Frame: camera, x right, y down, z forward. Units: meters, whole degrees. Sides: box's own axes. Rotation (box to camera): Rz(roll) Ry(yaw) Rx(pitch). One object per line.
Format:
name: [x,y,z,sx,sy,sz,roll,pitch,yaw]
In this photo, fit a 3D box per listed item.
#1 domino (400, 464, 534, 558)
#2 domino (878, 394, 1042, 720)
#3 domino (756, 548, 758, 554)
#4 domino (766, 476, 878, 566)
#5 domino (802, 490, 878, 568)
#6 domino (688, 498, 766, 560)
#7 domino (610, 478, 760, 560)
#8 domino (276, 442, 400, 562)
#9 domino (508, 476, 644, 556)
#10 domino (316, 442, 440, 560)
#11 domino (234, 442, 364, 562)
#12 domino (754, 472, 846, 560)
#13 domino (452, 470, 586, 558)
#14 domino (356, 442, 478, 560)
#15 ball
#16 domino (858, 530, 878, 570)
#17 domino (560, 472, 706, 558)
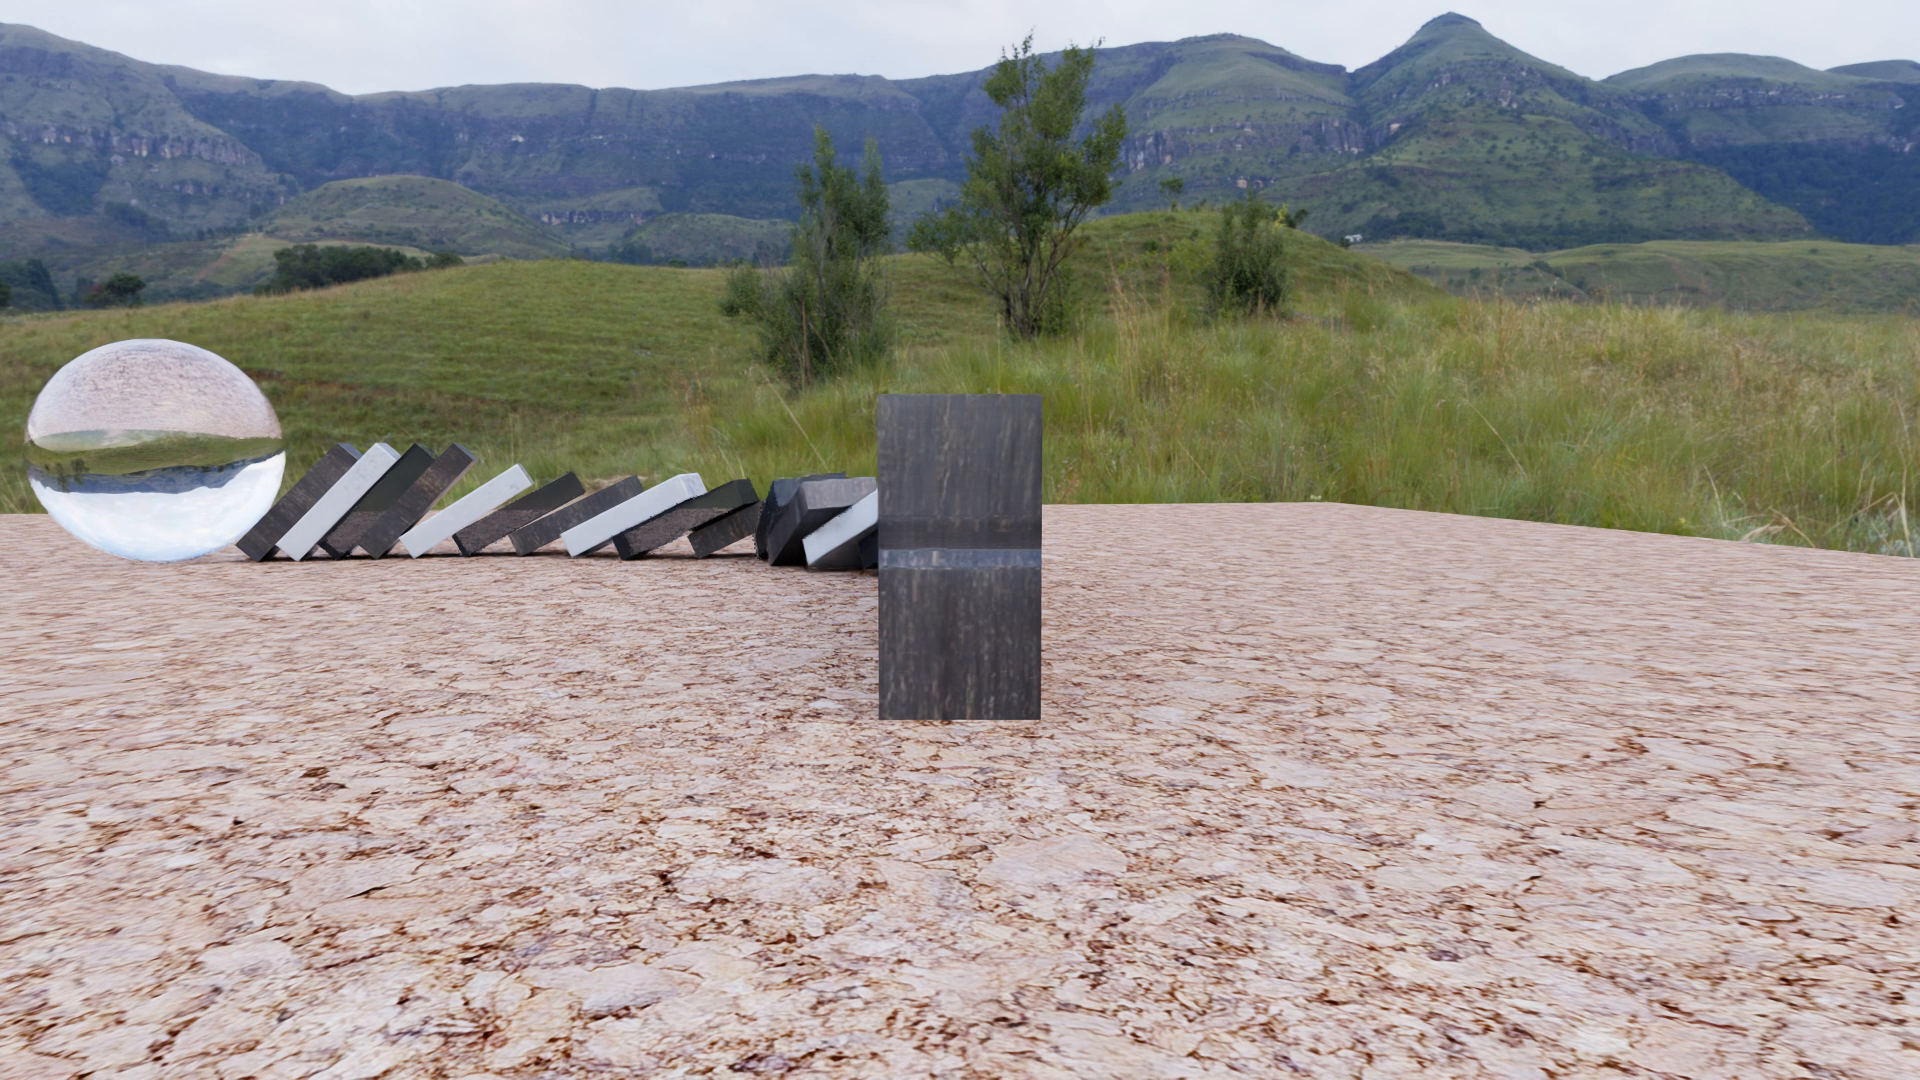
domino: [-0.188,-0.012,0.490,0.050,0.009,0.025,-34,12,-11]
domino: [0.000,0.002,0.201,0.025,0.050,0.010,0,4,0]
domino: [-0.052,0.001,0.495,0.050,0.010,0.025,-1,4,-14]
domino: [-0.047,-0.006,0.432,0.025,0.009,0.050,-6,-20,-25]
domino: [-0.026,-0.005,0.419,0.025,0.010,0.050,4,-25,-45]
domino: [-0.077,-0.009,0.485,0.050,0.009,0.025,-25,7,-1]
domino: [-0.102,-0.008,0.478,0.050,0.010,0.025,-24,2,5]
domino: [-0.229,-0.015,0.477,0.010,0.050,0.025,44,-8,-15]
domino: [-0.147,-0.010,0.496,0.050,0.009,0.025,-26,8,-6]
domino: [-0.217,-0.015,0.481,0.009,0.050,0.025,44,-8,-15]
domino: [-0.242,-0.014,0.473,0.010,0.050,0.025,44,-8,-15]
domino: [-0.056,-0.008,0.450,0.025,0.009,0.050,-8,-19,-19]
domino: [-0.170,-0.011,0.496,0.050,0.009,0.025,-30,12,-12]
domino: [-0.204,-0.015,0.485,0.010,0.050,0.025,44,-8,-15]
ball: [-0.287,-0.032,0.461,0.080,0.080,0.080,0,4,0]
domino: [-0.006,-0.004,0.406,0.025,0.010,0.050,4,-25,-45]
domino: [-0.122,-0.010,0.482,0.050,0.009,0.025,-26,2,6]
